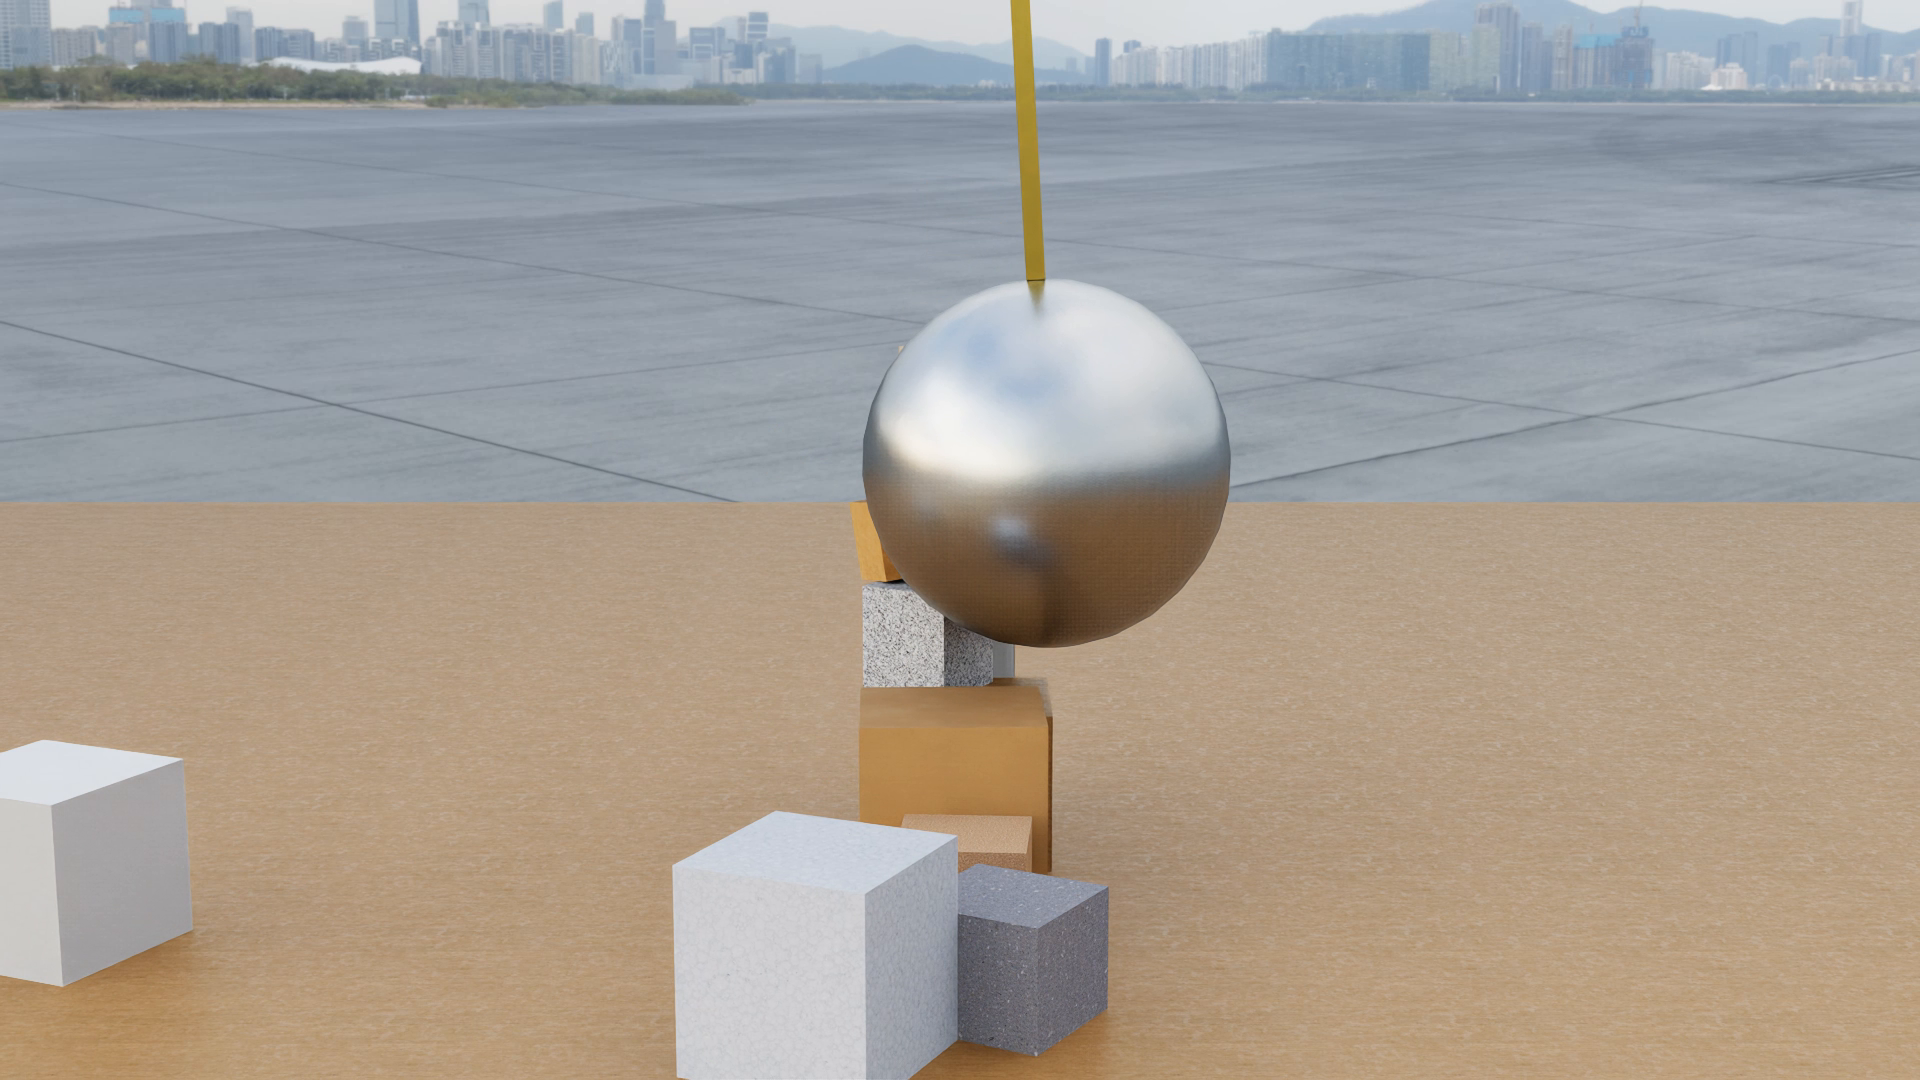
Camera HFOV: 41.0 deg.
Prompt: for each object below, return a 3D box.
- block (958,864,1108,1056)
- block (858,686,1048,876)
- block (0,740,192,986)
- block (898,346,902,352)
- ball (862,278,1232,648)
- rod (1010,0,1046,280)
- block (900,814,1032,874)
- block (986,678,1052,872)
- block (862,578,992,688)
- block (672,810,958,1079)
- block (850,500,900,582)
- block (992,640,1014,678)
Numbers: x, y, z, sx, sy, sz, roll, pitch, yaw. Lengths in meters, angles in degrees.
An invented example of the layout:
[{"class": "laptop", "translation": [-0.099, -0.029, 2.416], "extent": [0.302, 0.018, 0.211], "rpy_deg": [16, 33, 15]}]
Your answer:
[{"class": "block", "translation": [0.175, 1.562, 9.620], "extent": [0.568, 0.484, 0.563], "rpy_deg": [6, 12, 30]}, {"class": "block", "translation": [-0.036, 1.127, 10.993], "extent": [0.781, 0.850, 0.720], "rpy_deg": [0, 10, -2]}, {"class": "block", "translation": [-3.683, 1.292, 10.414], "extent": [0.751, 0.733, 0.746], "rpy_deg": [5, 11, 24]}, {"class": "block", "translation": [-0.052, -0.707, 12.109], "extent": [0.406, 0.411, 0.465], "rpy_deg": [0, 4, 7]}, {"class": "ball", "translation": [0.374, -0.332, 11.120], "extent": [1.600, 1.600, 1.600], "rpy_deg": [0, 10, 0]}, {"class": "rod", "translation": [0.162, -3.670, 10.513], "extent": [0.080, 5.200, 0.080], "rpy_deg": [-4, 10, 1]}, {"class": "block", "translation": [0.017, 1.421, 10.394], "extent": [0.527, 0.485, 0.510], "rpy_deg": [1, 10, 4]}, {"class": "block", "translation": [0.012, 1.062, 11.738], "extent": [0.794, 0.711, 0.745], "rpy_deg": [0, 10, 0]}, {"class": "block", "translation": [-0.144, 0.435, 11.799], "extent": [0.418, 0.500, 0.482], "rpy_deg": [5, 12, 28]}, {"class": "block", "translation": [-0.506, 1.488, 9.200], "extent": [0.753, 0.781, 0.743], "rpy_deg": [5, 11, 24]}, {"class": "block", "translation": [-0.274, -0.022, 11.846], "extent": [0.333, 0.364, 0.296], "rpy_deg": [-11, 6, -24]}, {"class": "block", "translation": [-0.008, 0.475, 12.466], "extent": [0.544, 0.530, 0.586], "rpy_deg": [0, 4, 2]}]
